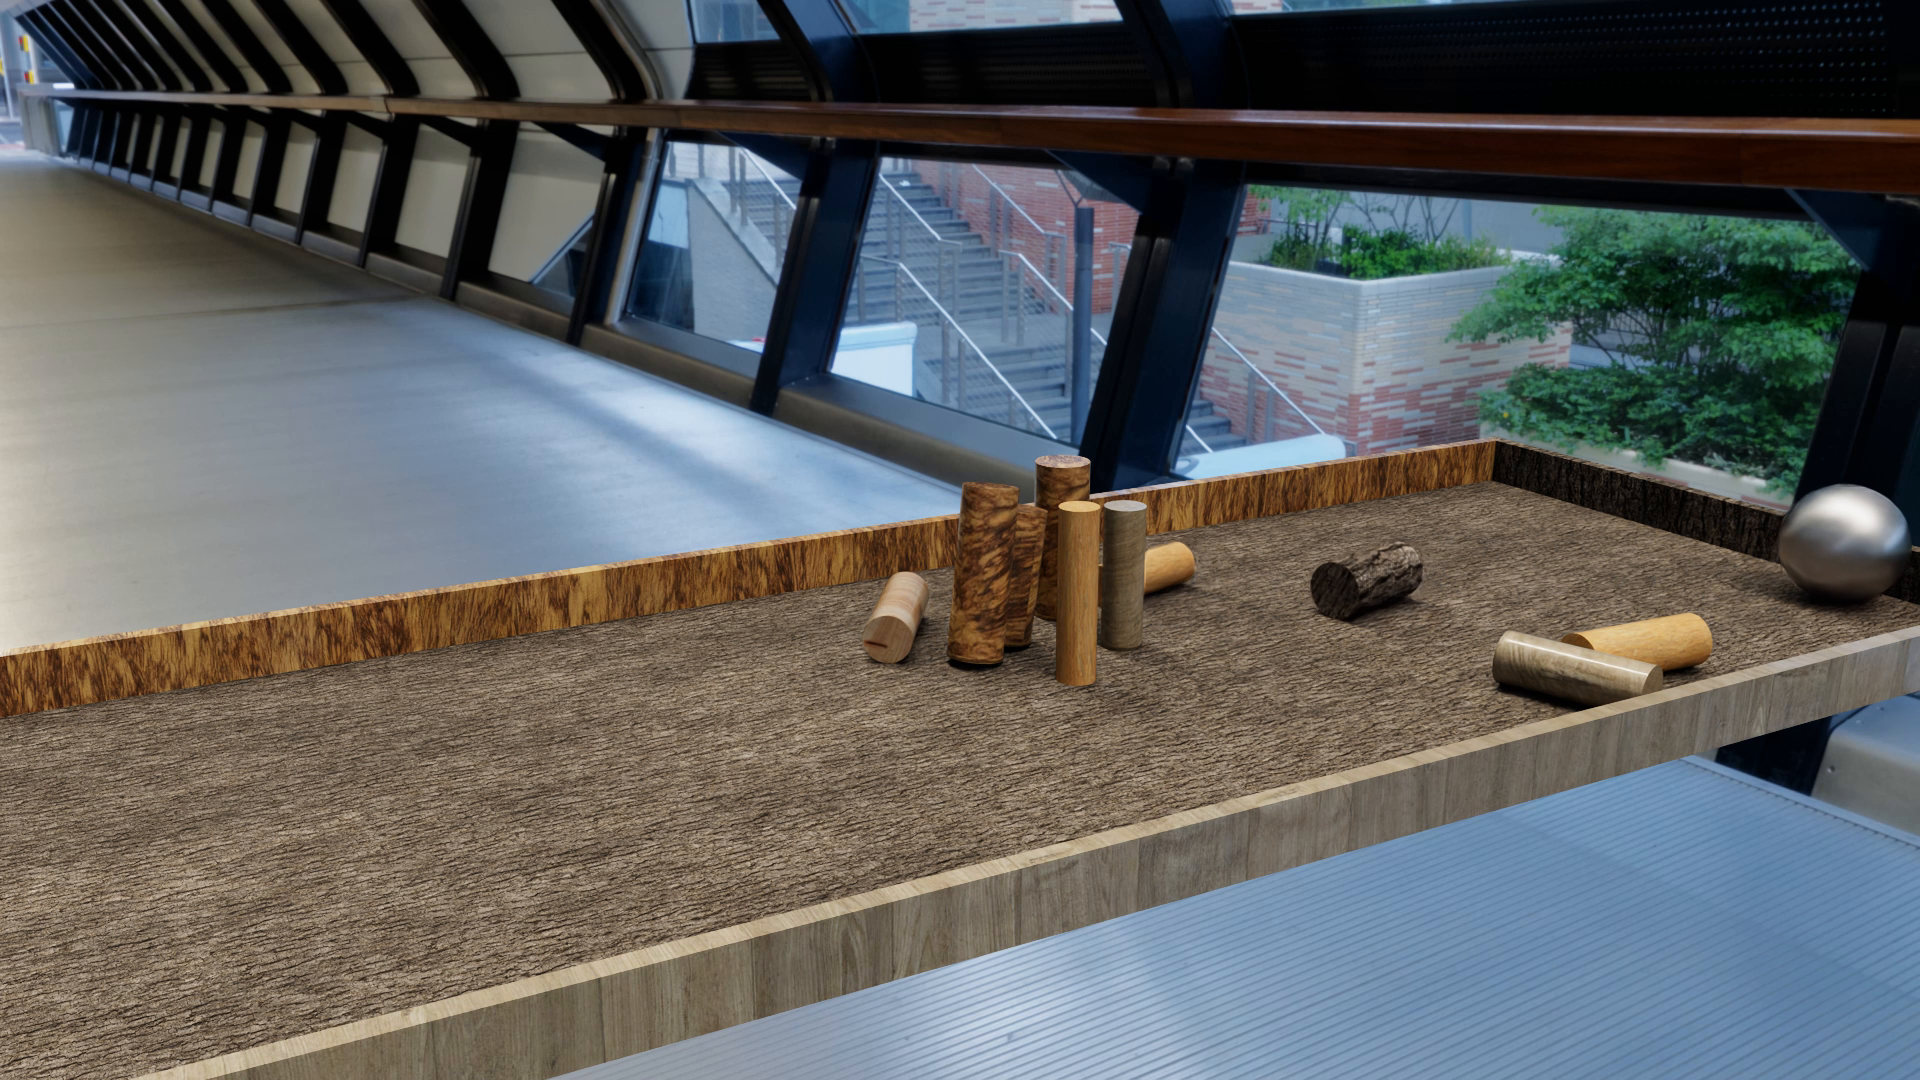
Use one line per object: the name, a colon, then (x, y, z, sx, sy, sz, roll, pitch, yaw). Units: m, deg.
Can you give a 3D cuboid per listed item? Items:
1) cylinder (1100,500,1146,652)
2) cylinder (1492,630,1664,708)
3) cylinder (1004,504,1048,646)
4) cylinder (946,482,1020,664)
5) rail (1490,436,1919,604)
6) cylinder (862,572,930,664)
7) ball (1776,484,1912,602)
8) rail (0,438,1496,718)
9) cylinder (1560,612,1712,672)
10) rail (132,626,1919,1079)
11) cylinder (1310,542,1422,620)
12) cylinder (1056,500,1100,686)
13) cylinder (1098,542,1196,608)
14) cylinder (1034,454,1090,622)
cylinder: (0.431, 0.095, 4.350, 0.111, 0.384, 0.111, 0, 16, 0)
cylinder: (1.495, 0.327, 4.002, 0.364, 0.137, 0.137, 15, 22, 41)
cylinder: (0.134, 0.090, 4.376, 0.154, 0.357, 0.154, 7, 9, -1)
cylinder: (0.059, 0.083, 4.245, 0.148, 0.448, 0.148, 5, 8, -1)
rail: (2.466, -0.048, 5.253, 0.050, 0.150, 2.100, -9, 18, -27)
cylinder: (-0.168, 0.204, 4.428, 0.130, 0.130, 0.378, 2, 16, 5)
ball: (2.529, 0.009, 4.723, 0.339, 0.339, 0.339, 0, 16, 0)
rail: (-3.305, 0.497, 3.399, 12.000, 0.150, 0.050, -9, 18, -27)
cylinder: (1.706, 0.277, 4.168, 0.383, 0.137, 0.137, -7, 18, -23)
rail: (-2.336, 1.006, 1.665, 12.000, 0.150, 0.050, -9, 18, -27)
cylinder: (1.158, 0.112, 4.688, 0.311, 0.162, 0.162, -14, 22, -40)
cylinder: (0.292, 0.134, 4.102, 0.102, 0.450, 0.102, 0, 16, 0)
cylinder: (0.525, 0.100, 4.798, 0.344, 0.123, 0.123, -14, 22, -40)
cylinder: (0.282, -0.005, 4.592, 0.153, 0.440, 0.153, 0, 16, 0)
